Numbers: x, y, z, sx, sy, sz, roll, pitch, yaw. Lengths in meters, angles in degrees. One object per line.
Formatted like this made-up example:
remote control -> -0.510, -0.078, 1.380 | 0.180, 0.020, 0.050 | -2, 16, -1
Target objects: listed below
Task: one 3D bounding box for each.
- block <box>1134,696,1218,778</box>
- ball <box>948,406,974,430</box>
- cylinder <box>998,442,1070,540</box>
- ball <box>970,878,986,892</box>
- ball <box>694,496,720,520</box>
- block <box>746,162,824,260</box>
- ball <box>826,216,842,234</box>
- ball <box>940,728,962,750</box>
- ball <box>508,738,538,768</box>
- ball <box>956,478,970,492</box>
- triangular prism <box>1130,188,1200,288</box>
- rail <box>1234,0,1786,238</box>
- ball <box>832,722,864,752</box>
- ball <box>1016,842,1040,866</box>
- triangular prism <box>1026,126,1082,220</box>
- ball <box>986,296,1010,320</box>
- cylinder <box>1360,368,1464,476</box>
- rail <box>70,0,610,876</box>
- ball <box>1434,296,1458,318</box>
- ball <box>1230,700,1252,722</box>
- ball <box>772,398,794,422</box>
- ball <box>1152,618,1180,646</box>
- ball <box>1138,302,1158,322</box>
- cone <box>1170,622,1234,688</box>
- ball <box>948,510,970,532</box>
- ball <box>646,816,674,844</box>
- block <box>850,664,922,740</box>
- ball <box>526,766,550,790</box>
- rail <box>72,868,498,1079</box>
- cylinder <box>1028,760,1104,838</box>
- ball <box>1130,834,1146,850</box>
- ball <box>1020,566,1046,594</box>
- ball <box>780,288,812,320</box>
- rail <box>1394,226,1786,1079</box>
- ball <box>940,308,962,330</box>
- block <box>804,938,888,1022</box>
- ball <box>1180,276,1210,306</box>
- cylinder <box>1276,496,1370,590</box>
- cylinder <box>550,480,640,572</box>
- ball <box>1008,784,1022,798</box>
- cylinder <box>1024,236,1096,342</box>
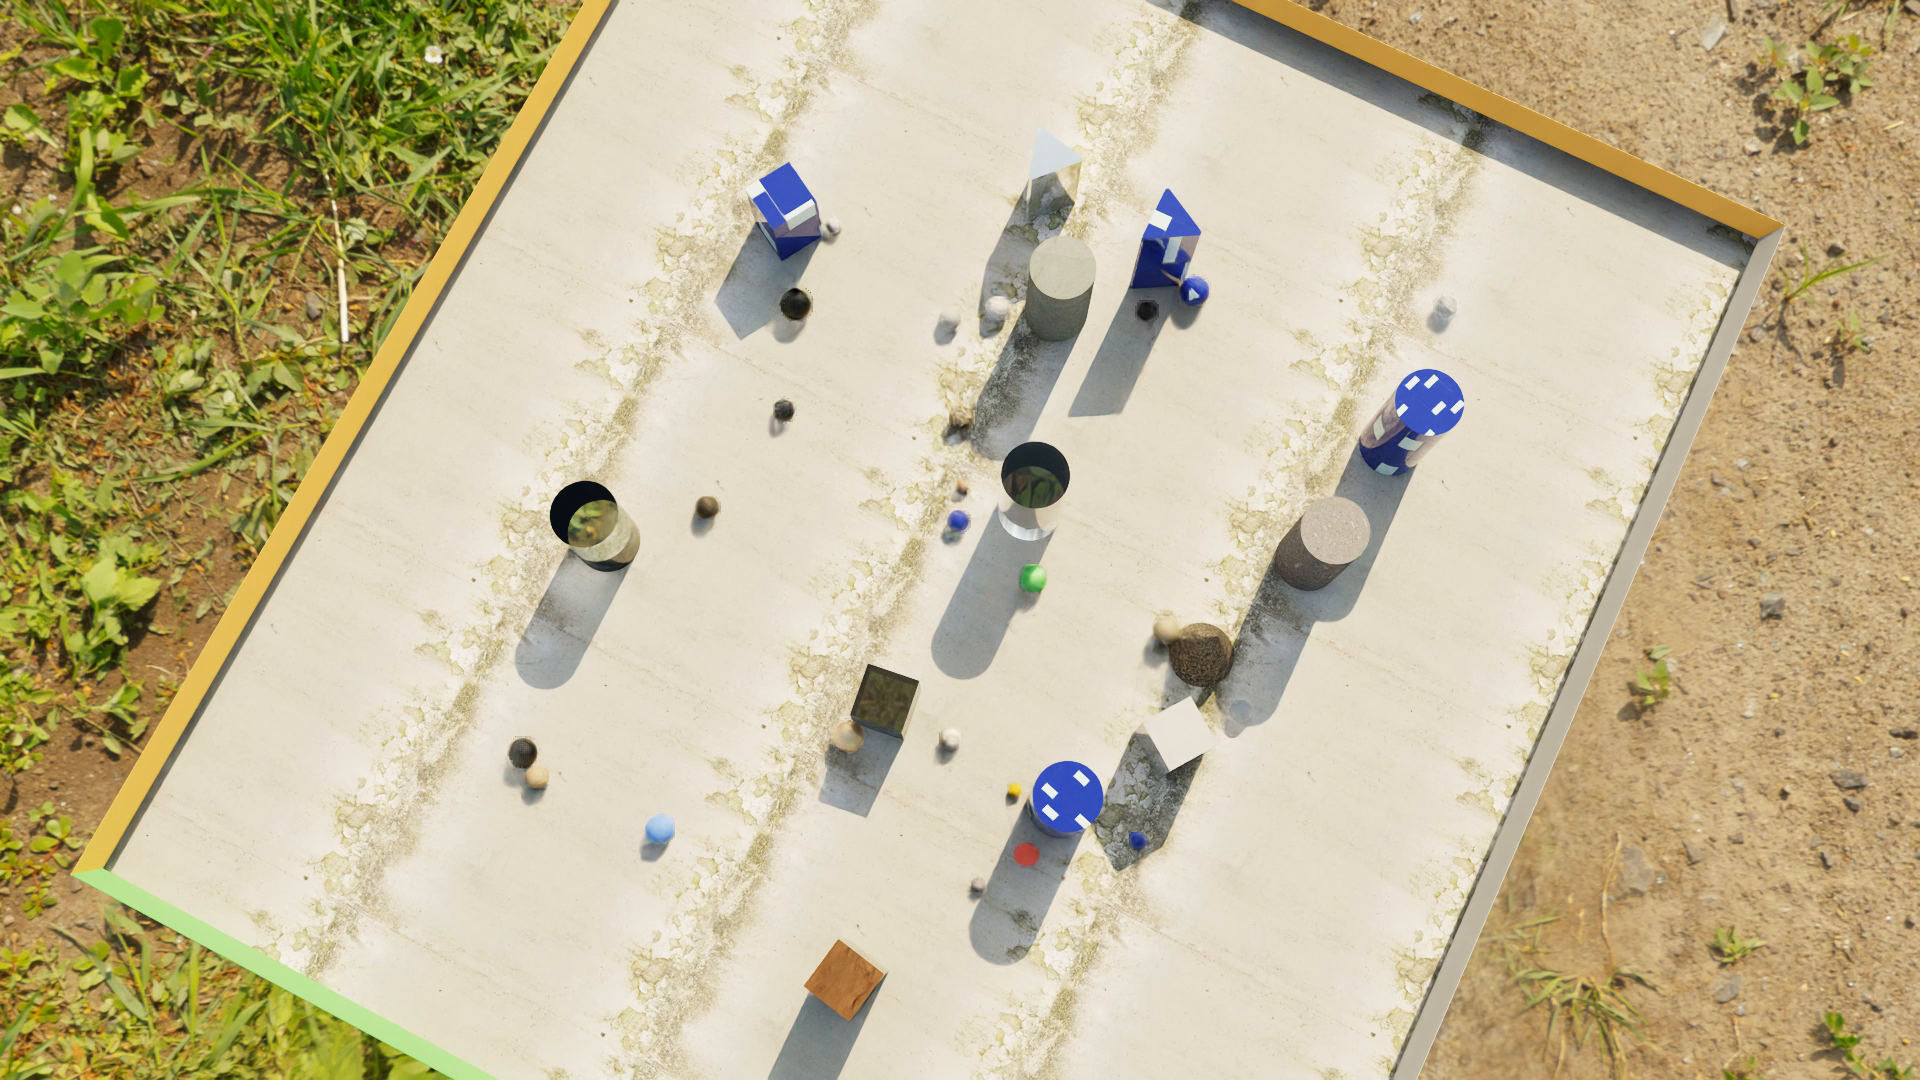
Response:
block -> 0.626, 0.579, 5.350 | 0.158, 0.288, 0.158 | -28, 80, -6
ball -> 0.004, -0.376, 5.654 | 0.079, 0.079, 0.079 | 0, 78, 0
cylinder -> 0.214, -0.140, 5.418 | 0.197, 0.445, 0.197 | 0, 78, 0
ball -> 0.054, 1.013, 5.384 | 0.044, 0.044, 0.044 | 0, 78, 0
ball -> -0.773, -0.101, 5.600 | 0.073, 0.073, 0.073 | 0, 78, 0
block -> -0.542, -1.017, 5.687 | 0.158, 0.273, 0.158 | -33, 80, -6
ball -> -0.399, -0.996, 5.796 | 0.053, 0.053, 0.053 | 0, 78, 0
ball -> -0.026, 0.594, 5.461 | 0.065, 0.065, 0.065 | 0, 78, 0
ball -> -1.298, 0.632, 5.440 | 0.089, 0.089, 0.089 | 0, 78, 0
ball -> 0.010, -0.168, 5.630 | 0.042, 0.042, 0.042 | 0, 78, 0
triangular prism -> 0.615, -0.918, 5.584 | 0.171, 0.436, 0.148 | -4, 78, -1
rail -> 0.900, -1.755, 5.913 | 3.704, 0.128, 0.045 | 26, 80, 5
ball -> -0.331, 0.585, 5.448 | 0.093, 0.093, 0.093 | 0, 78, 0
ball -> 0.199, 0.925, 5.390 | 0.070, 0.070, 0.070 | 0, 78, 0
triangular prism -> 0.264, -1.149, 5.685 | 0.171, 0.331, 0.148 | -21, 79, -4
ball -> 0.118, -0.724, 5.727 | 0.077, 0.077, 0.077 | 0, 78, 0
cylinder -> 1.335, -0.344, 5.444 | 0.197, 0.477, 0.197 | 0, 78, 0
rail -> -1.635, -0.794, 5.714 | 0.045, 0.128, 4.071 | 26, 80, 5
ball -> 1.521, -0.728, 5.732 | 0.070, 0.070, 0.070 | 0, 78, 0
ball -> 0.840, 0.512, 5.476 | 0.068, 0.068, 0.068 | 0, 78, 0
ball -> -0.545, -0.402, 5.665 | 0.069, 0.069, 0.069 | 0, 78, 0
ball -> 0.619, 0.275, 5.505 | 0.083, 0.083, 0.083 | 0, 78, 0
ball -> 0.585, -0.714, 5.732 | 0.063, 0.063, 0.063 | 0, 78, 0
cone -> 0.731, 0.309, 5.361 | 0.197, 0.375, 0.197 | 0, 78, 0
ball -> -0.005, -0.057, 5.594 | 0.067, 0.067, 0.067 | 0, 78, 0
ball -> -0.885, 0.852, 5.397 | 0.084, 0.084, 0.084 | 0, 78, 0
block -> -0.217, 0.479, 5.395 | 0.158, 0.239, 0.158 | 18, 79, 4
ball -> -1.253, 0.704, 5.435 | 0.070, 0.070, 0.070 | 0, 78, 0
rail -> -0.900, 1.769, 5.184 | 3.704, 0.128, 0.045 | 26, 80, 5
cylinder -> 0.299, 0.749, 5.266 | 0.197, 0.383, 0.197 | 0, 78, 0
ball -> 0.526, 0.890, 5.408 | 0.048, 0.048, 0.048 | 0, 78, 0
ball -> 0.222, 0.120, 5.550 | 0.082, 0.082, 0.082 | 0, 78, 0
ball -> -0.512, -0.735, 5.718 | 0.099, 0.099, 0.099 | 0, 78, 0
rail -> 1.635, 0.807, 5.383 | 0.045, 0.128, 4.071 | 26, 80, 5
ball -> -0.029, -0.692, 5.724 | 0.070, 0.070, 0.070 | 0, 78, 0
block -> -0.317, 1.237, 5.176 | 0.158, 0.361, 0.158 | 36, 81, 7
ball -> 0.734, -0.777, 5.729 | 0.094, 0.094, 0.094 | 0, 78, 0
cylinder -> 1.062, 0.016, 5.395 | 0.197, 0.428, 0.197 | 0, 78, 0
cylinder -> -1.077, -0.037, 5.433 | 0.197, 0.375, 0.197 | 0, 78, 0
ball -> 0.164, 0.743, 5.442 | 0.041, 0.041, 0.041 | 0, 78, 0
cylinder -> 0.302, -0.759, 5.569 | 0.197, 0.401, 0.197 | 0, 78, 0
